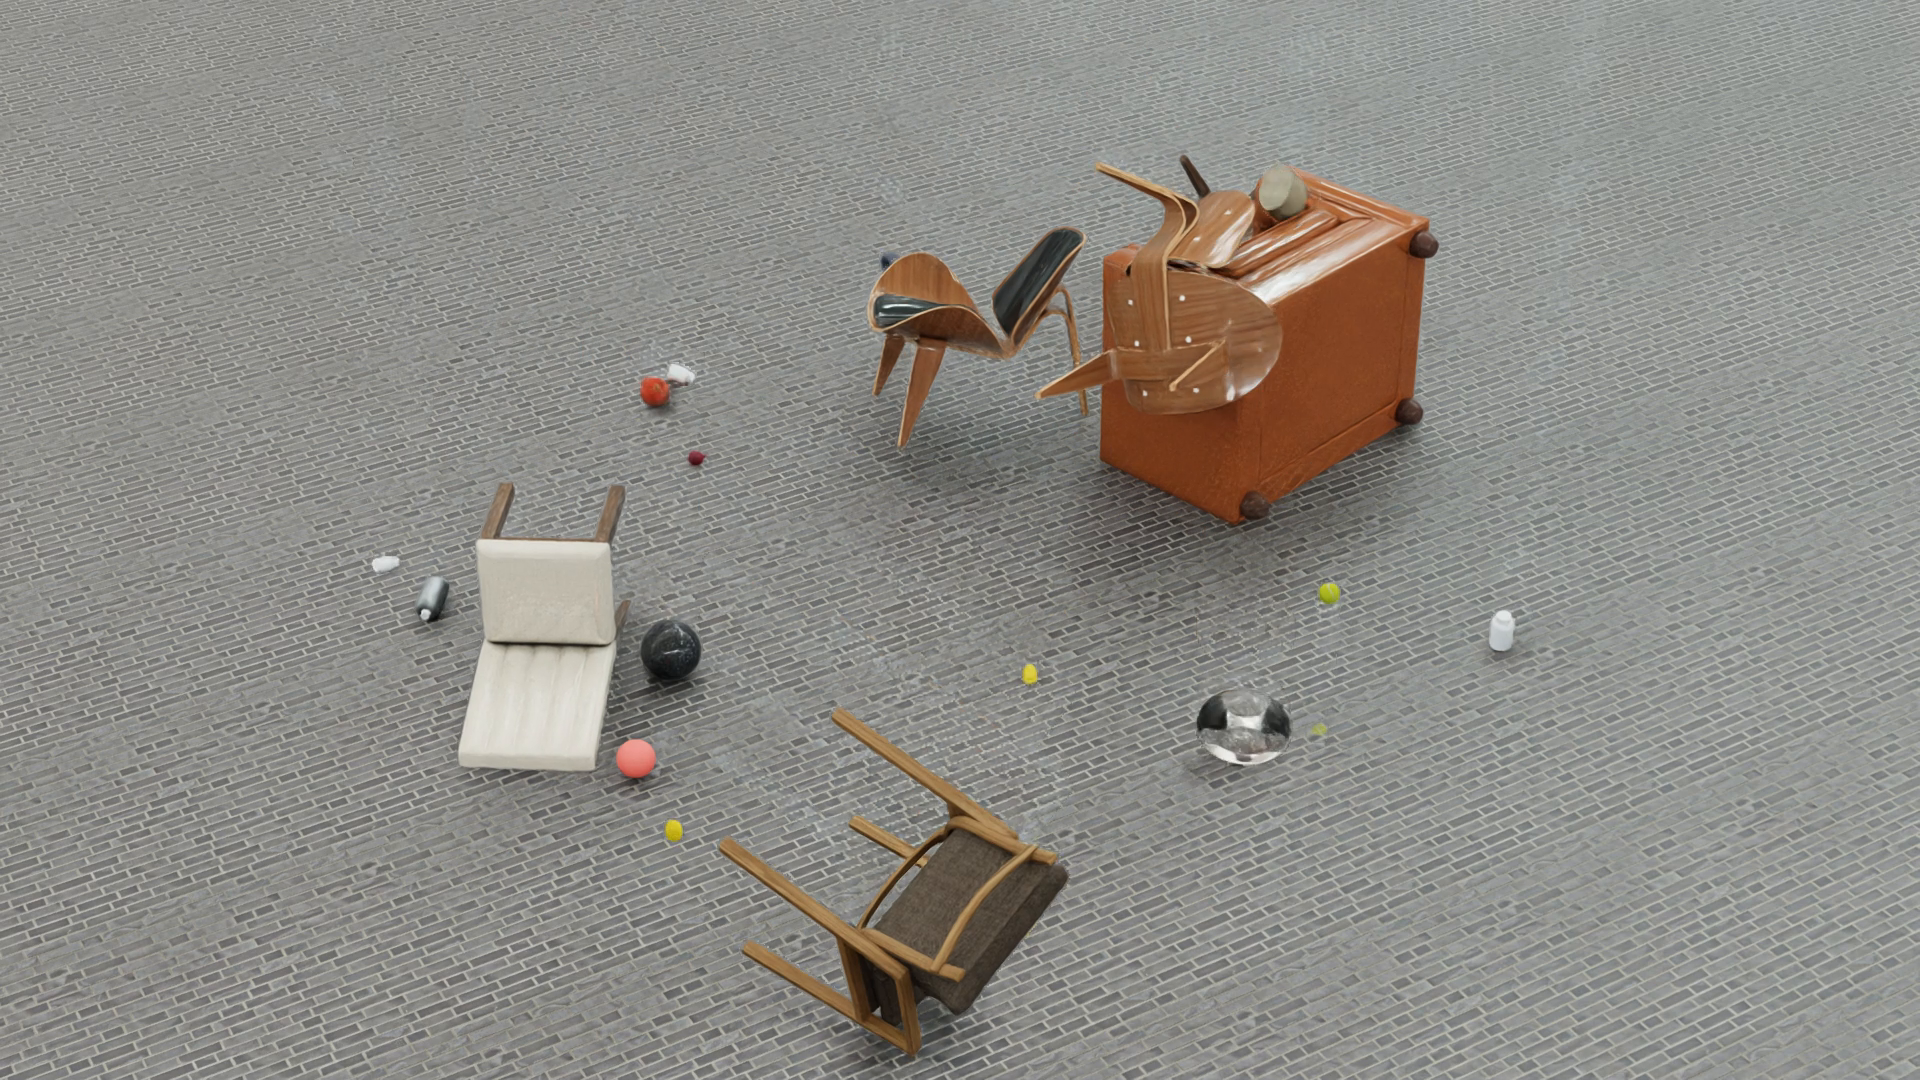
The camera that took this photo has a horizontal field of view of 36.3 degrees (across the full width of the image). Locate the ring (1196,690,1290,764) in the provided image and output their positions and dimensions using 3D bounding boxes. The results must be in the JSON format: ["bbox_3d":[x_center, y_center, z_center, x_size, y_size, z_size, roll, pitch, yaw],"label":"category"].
[{"bbox_3d":[0.944,0.622,9.757,0.314,0.280,0.145,13,45,-4],"label":"ring"}]

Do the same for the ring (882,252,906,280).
[{"bbox_3d":[-0.270,-1.108,11.850,0.059,0.098,0.124,-22,73,-32],"label":"ring"}]

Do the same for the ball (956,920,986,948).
[{"bbox_3d":[0.033,1.212,9.023,0.091,0.091,0.091,0,33,0],"label":"ball"}]

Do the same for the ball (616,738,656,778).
[{"bbox_3d":[-1.074,0.725,9.726,0.130,0.130,0.130,0,33,0],"label":"ball"}]

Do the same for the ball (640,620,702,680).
[{"bbox_3d":[-1.002,0.382,10.172,0.212,0.212,0.212,0,33,0],"label":"ball"}]

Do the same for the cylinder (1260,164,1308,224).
[{"bbox_3d":[1.239,-1.324,11.238,0.122,0.186,0.180,18,-3,28],"label":"cylinder"}]
